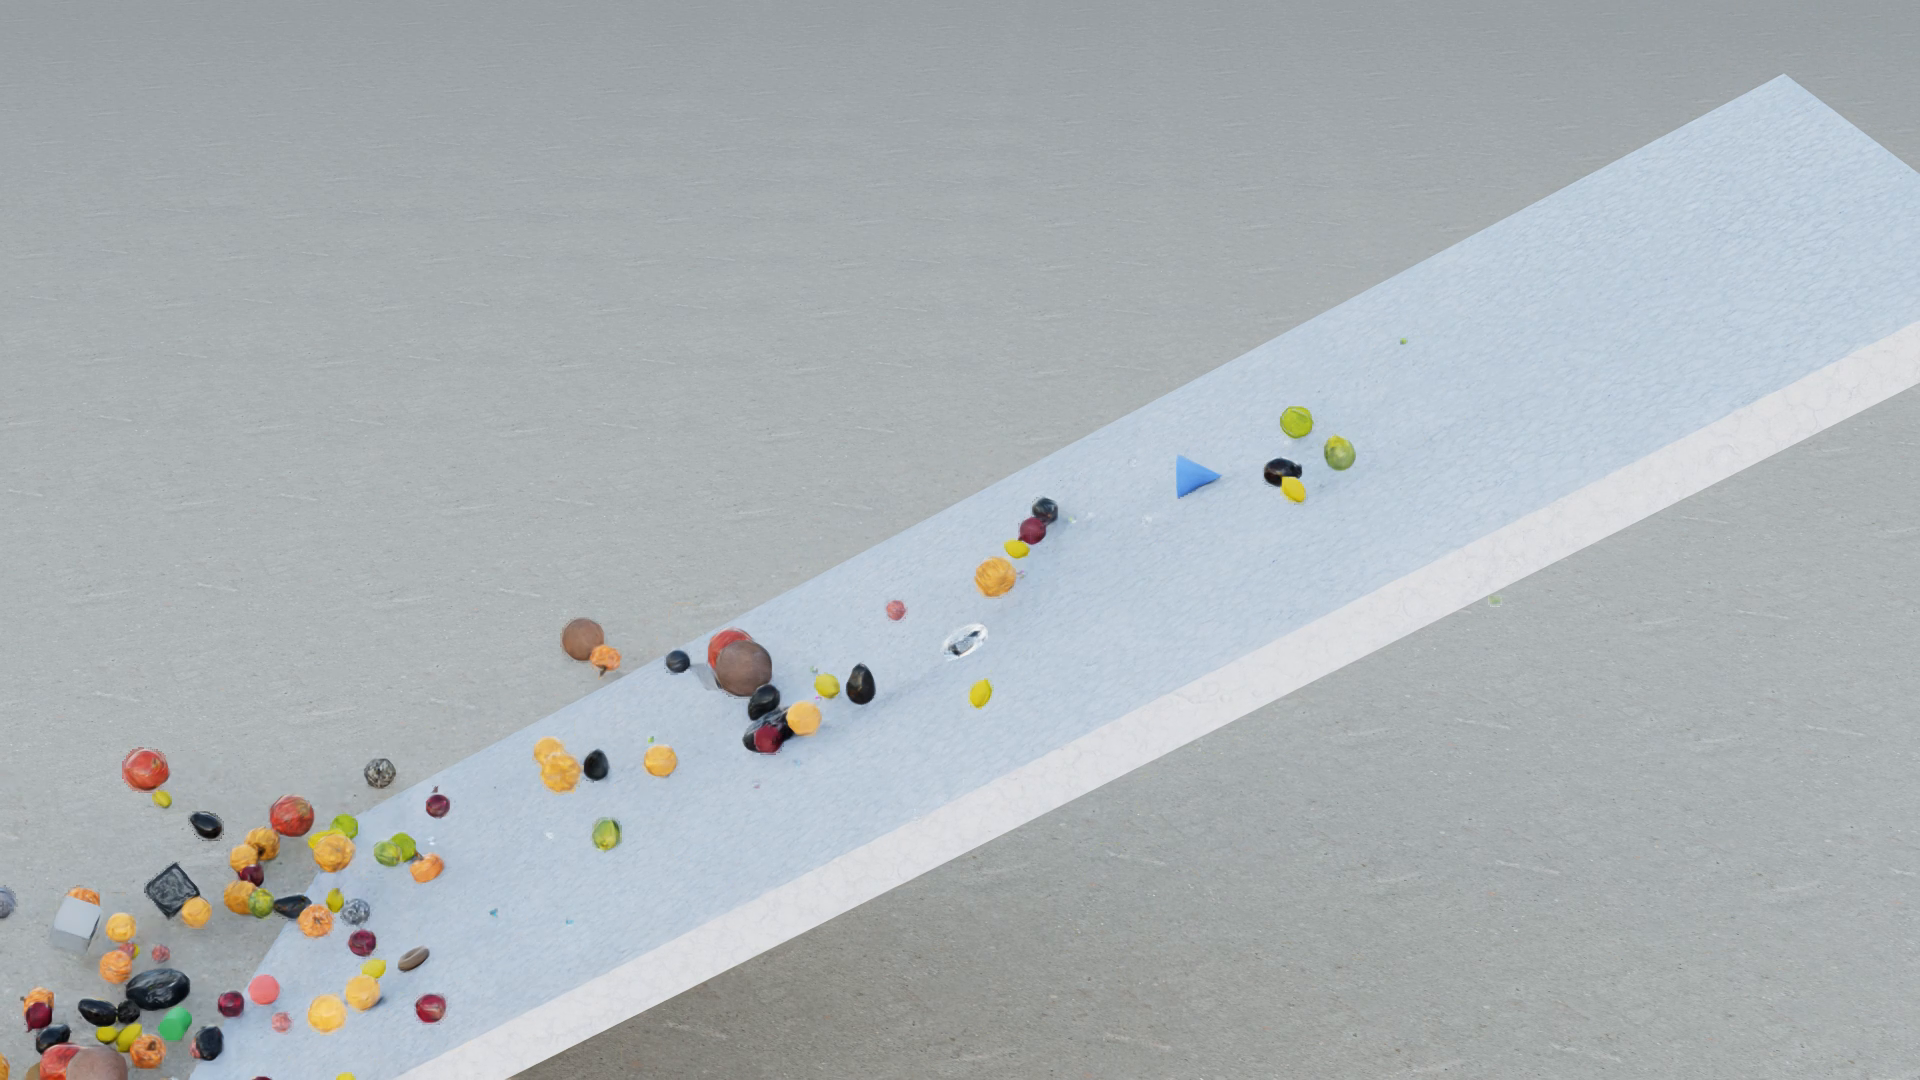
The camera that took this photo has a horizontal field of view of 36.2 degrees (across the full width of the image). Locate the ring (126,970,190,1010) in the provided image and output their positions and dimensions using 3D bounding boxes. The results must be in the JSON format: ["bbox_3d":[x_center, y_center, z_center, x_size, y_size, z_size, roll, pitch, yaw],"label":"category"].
[{"bbox_3d":[-1.859,1.041,6.819,0.147,0.049,0.147,0,19,0],"label":"ring"}]

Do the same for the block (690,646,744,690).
[{"bbox_3d":[-0.570,0.299,6.893,0.075,0.075,0.075,-37,16,-27],"label":"block"}]

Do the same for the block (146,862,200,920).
[{"bbox_3d":[-1.929,0.861,7.204,0.090,0.090,0.090,-39,-4,-22],"label":"block"}]

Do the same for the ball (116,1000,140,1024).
[{"bbox_3d":[-1.897,1.076,6.705,0.052,0.052,0.052,0,18,0],"label":"ball"}]

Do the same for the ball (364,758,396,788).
[{"bbox_3d":[-1.581,0.635,8.014,0.083,0.083,0.083,0,18,0],"label":"ball"}]

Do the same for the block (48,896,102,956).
[{"bbox_3d":[-2.106,0.918,7.003,0.090,0.090,0.090,21,52,-9],"label":"block"}]

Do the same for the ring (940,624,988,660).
[{"bbox_3d":[0.009,0.212,6.118,0.108,0.036,0.108,-30,13,8],"label":"ring"}]

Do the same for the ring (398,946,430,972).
[{"bbox_3d":[-1.145,0.877,6.163,0.075,0.025,0.075,-28,13,7],"label":"ring"}]

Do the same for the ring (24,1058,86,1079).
[{"bbox_3d":[-1.976,1.173,6.421,0.130,0.043,0.130,1,19,0],"label":"ring"}]

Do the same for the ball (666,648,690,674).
[{"bbox_3d":[-0.689,0.295,7.175,0.060,0.060,0.060,0,18,0],"label":"ball"}]

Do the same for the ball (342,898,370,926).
[{"bbox_3d":[-1.365,0.841,6.650,0.063,0.063,0.063,0,18,0],"label":"ball"}]

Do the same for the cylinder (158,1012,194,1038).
[{"bbox_3d":[-1.772,1.094,6.642,0.057,0.057,0.057,6,-5,19],"label":"cylinder"}]

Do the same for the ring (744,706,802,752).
[{"bbox_3d":[-0.399,0.402,6.259,0.139,0.046,0.139,-27,15,8],"label":"ring"}]

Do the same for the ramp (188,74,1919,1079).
[{"bbox_3d":[0.142,0.167,6.283,4.000,0.100,2.000,-27,14,11],"label":"ramp"}]

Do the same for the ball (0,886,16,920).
[{"bbox_3d":[-2.364,0.892,7.226,0.081,0.081,0.081,0,18,0],"label":"ball"}]

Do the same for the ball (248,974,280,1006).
[{"bbox_3d":[-1.528,0.988,6.460,0.067,0.067,0.067,0,18,0],"label":"ball"}]
